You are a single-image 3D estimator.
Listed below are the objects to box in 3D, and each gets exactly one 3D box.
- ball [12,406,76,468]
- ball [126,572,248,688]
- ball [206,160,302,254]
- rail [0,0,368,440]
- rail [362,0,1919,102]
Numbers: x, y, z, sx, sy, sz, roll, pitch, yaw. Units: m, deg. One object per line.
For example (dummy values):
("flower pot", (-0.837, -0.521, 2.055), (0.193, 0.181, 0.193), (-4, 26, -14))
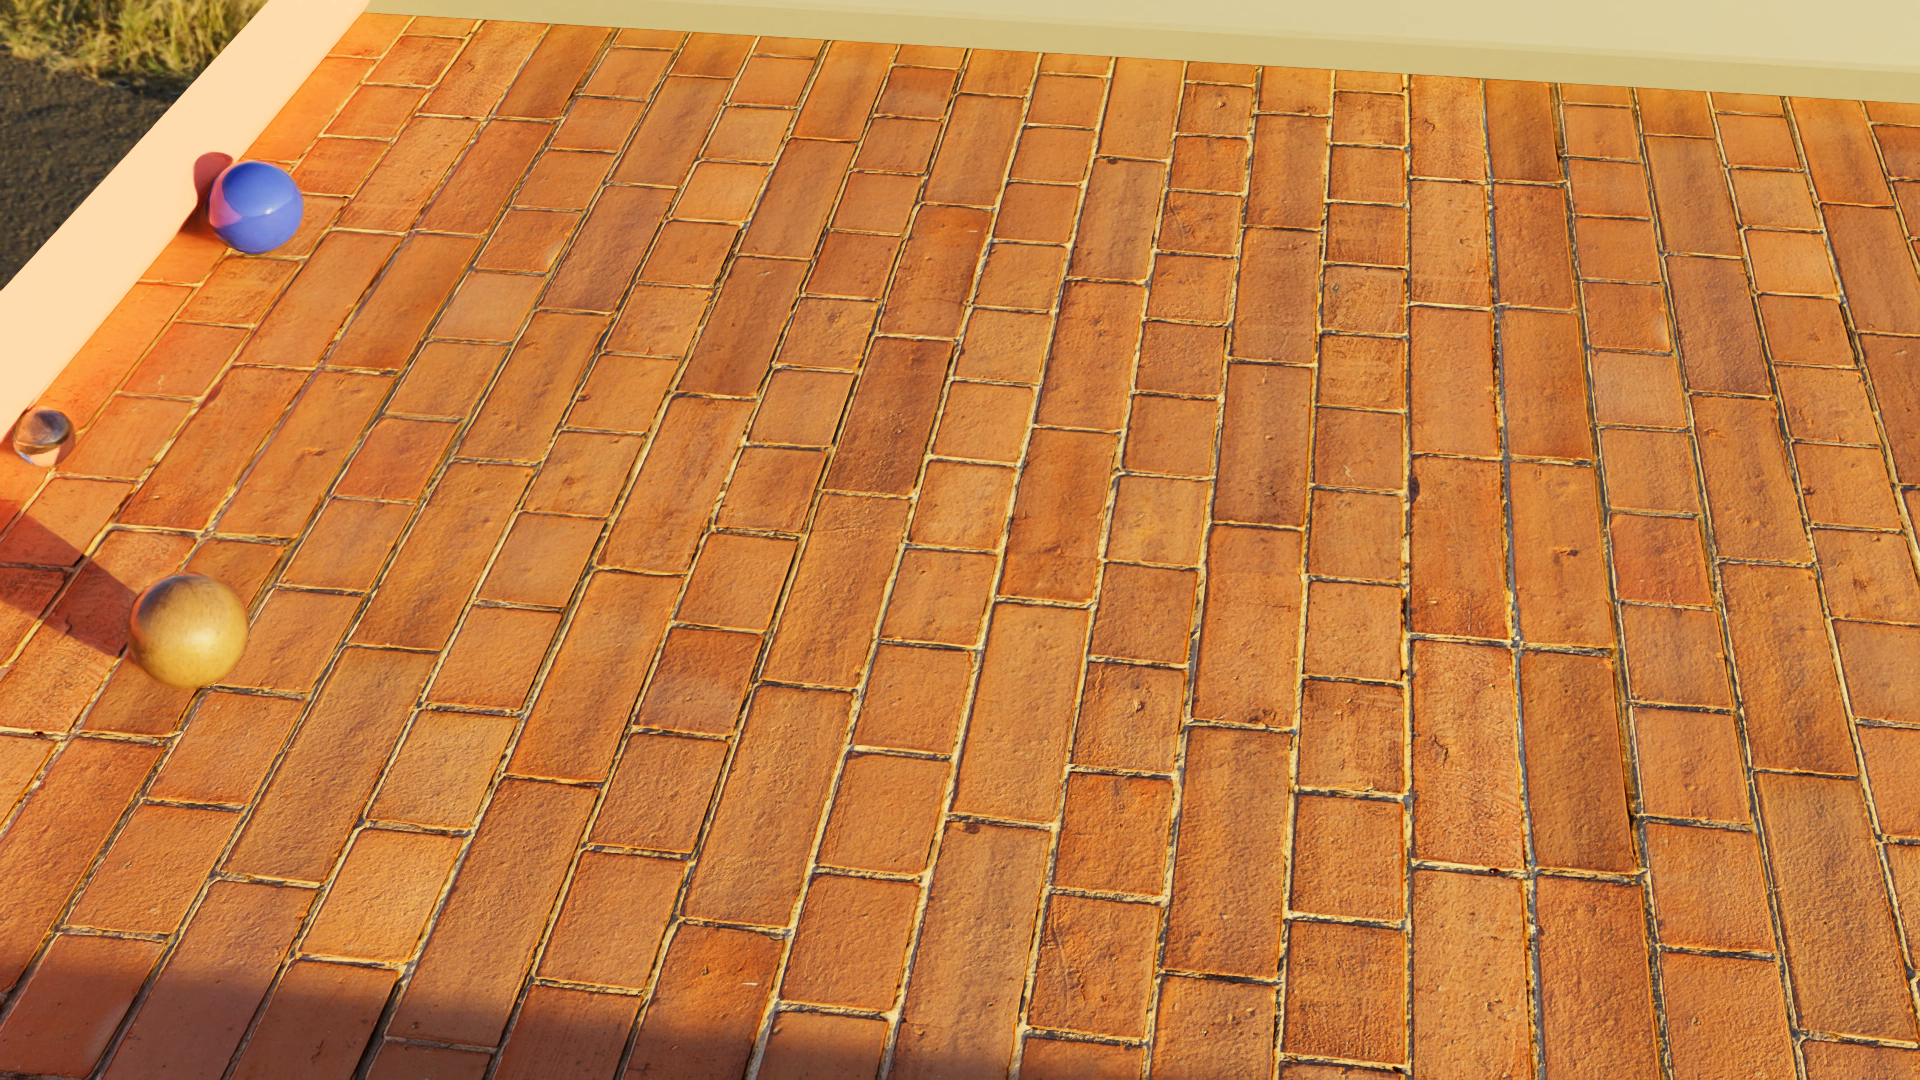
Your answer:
("ball", (-0.735, -0.083, 2.059), (0.049, 0.049, 0.049), (0, 35, 0))
("ball", (-0.547, 0.064, 1.817), (0.083, 0.083, 0.083), (0, 35, 0))
("ball", (-0.646, -0.304, 2.347), (0.085, 0.085, 0.085), (0, 35, 0))
("rail", (-0.773, -0.083, 2.003), (0.045, 0.110, 1.930), (5, 35, 7))
("rail", (0.929, -0.485, 2.584), (3.216, 0.110, 0.045), (5, 35, 7))
